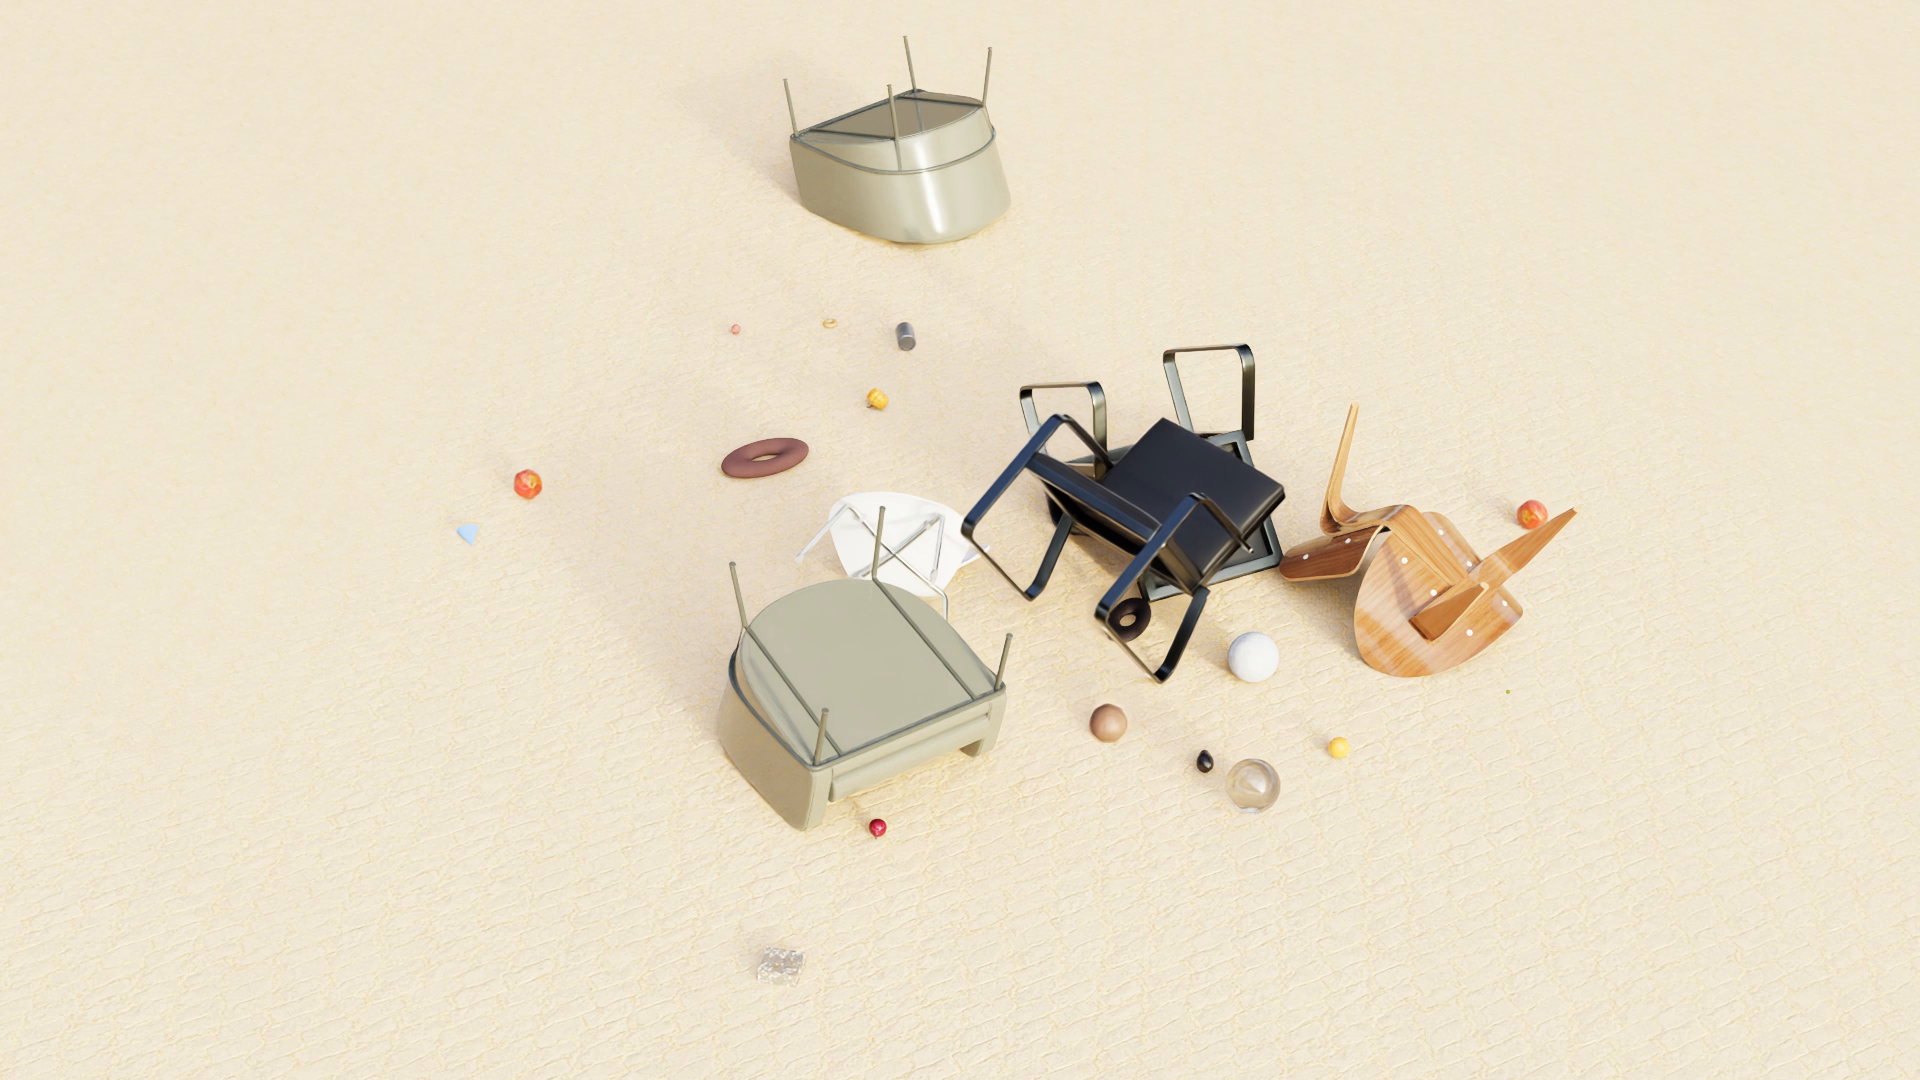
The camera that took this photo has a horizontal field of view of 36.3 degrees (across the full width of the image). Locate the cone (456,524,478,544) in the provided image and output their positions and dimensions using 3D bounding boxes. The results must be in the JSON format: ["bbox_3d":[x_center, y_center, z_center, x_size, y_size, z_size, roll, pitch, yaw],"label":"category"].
[{"bbox_3d":[-1.829,-0.009,10.937,0.085,0.049,0.086,-10,50,-17],"label":"cone"}]

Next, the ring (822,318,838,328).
[{"bbox_3d":[-0.544,-0.909,12.306,0.061,0.021,0.068,29,42,35],"label":"ring"}]

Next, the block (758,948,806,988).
[{"bbox_3d":[-0.542,1.301,8.926,0.119,0.049,0.109,7,34,10],"label":"block"}]

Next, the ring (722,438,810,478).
[{"bbox_3d":[-0.755,-0.319,11.376,0.370,0.059,0.217,-18,37,-26],"label":"ring"}]

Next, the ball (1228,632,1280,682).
[{"bbox_3d":[1.018,0.406,10.166,0.179,0.179,0.179,0,33,0],"label":"ball"}]

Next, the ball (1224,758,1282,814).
[{"bbox_3d":[0.955,0.802,9.561,0.184,0.184,0.184,0,33,0],"label":"ball"}]

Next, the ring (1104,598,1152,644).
[{"bbox_3d":[0.600,0.286,10.474,0.152,0.040,0.285,13,35,17],"label":"ring"}]
